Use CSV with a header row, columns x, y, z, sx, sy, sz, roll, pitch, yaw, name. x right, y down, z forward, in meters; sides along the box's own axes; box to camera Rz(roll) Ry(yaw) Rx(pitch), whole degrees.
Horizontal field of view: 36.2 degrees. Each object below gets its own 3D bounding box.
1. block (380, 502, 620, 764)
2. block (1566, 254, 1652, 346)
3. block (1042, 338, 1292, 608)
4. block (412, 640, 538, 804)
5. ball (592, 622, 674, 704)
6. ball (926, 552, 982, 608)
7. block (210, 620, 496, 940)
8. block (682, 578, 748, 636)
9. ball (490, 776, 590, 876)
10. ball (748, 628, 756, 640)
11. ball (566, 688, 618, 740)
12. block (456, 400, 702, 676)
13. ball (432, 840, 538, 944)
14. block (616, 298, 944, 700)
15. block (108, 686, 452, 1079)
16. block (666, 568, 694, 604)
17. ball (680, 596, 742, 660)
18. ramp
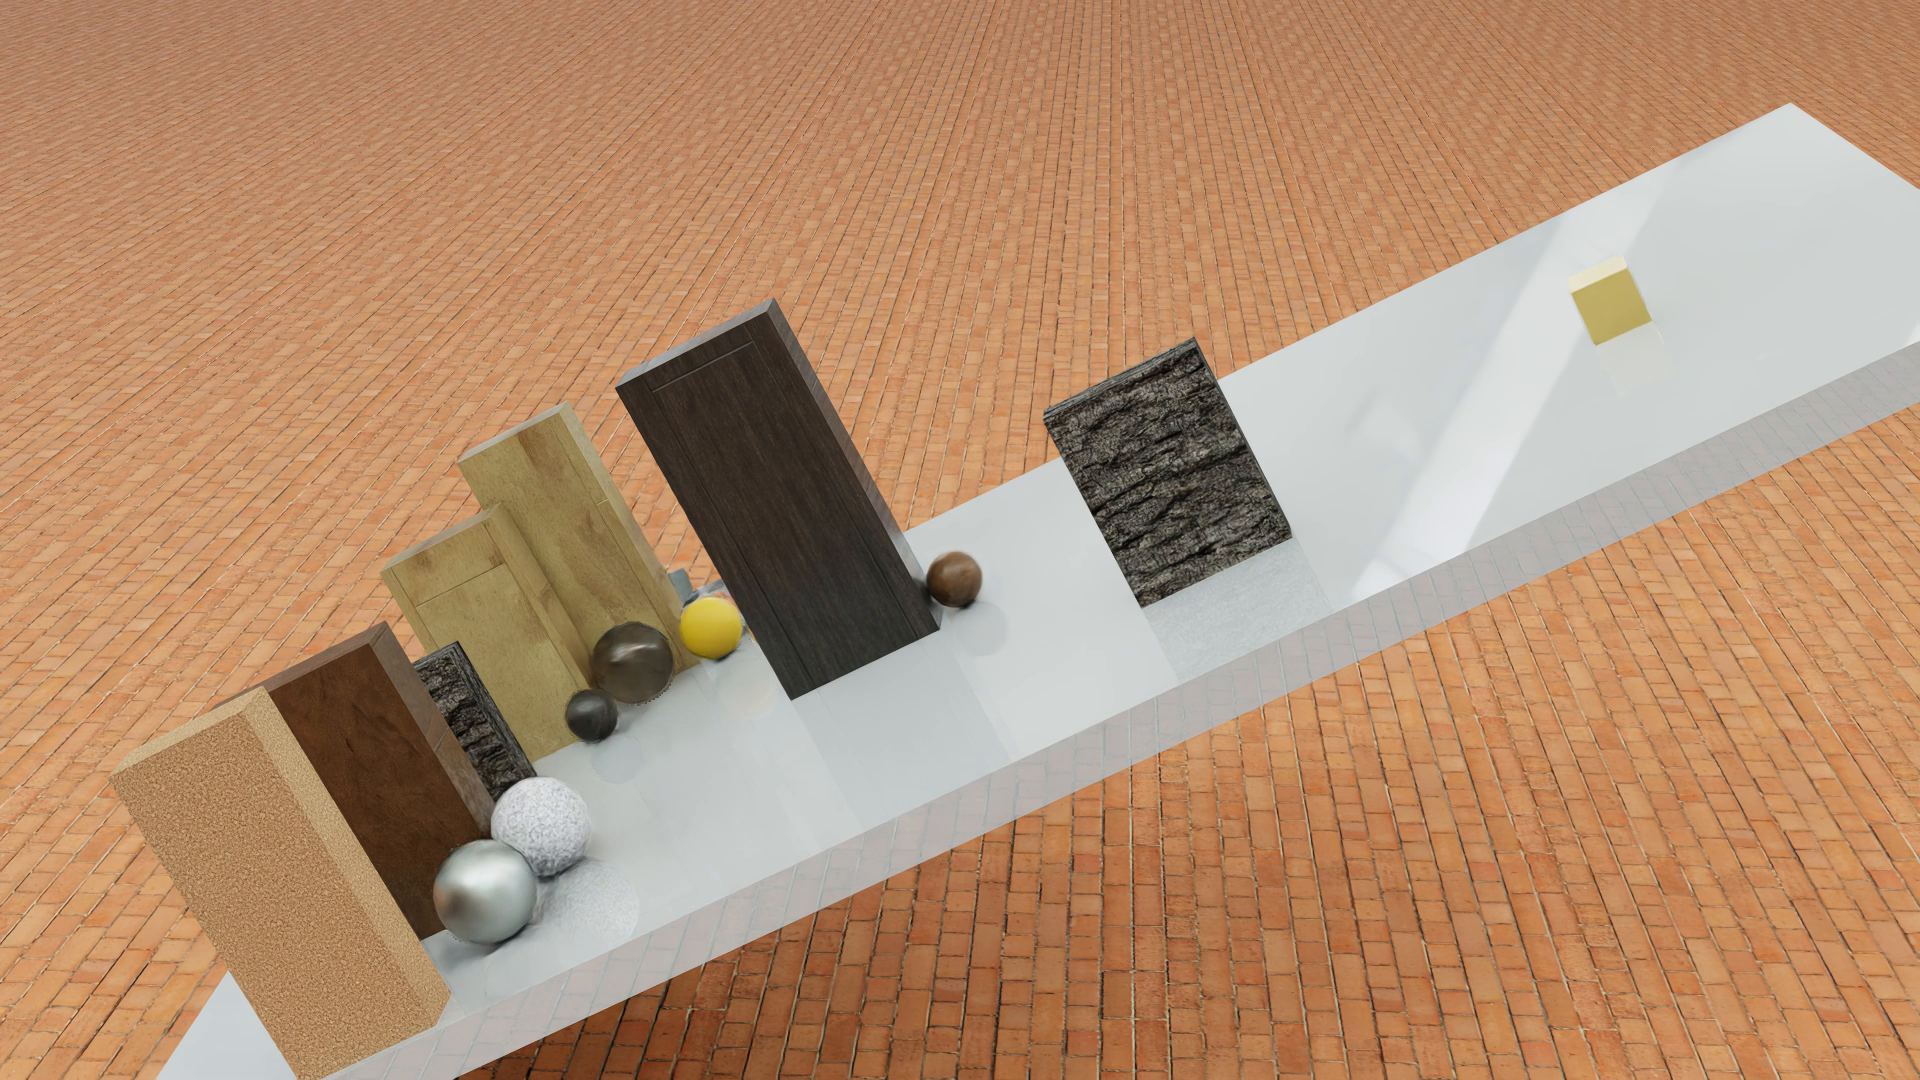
x,y,z,sx,sy,sz,roll,pitch,yaw,name
-1.091,0.239,6.993,0.305,0.574,0.129,-26,14,10,block
1.303,-0.483,5.904,0.121,0.121,0.121,-24,14,15,block
0.404,-0.129,5.728,0.327,0.426,0.085,-26,14,10,block
-1.161,0.473,6.636,0.278,0.406,0.099,-26,14,10,block
-0.778,0.292,6.995,0.195,0.195,0.195,0,17,0,ball
-0.012,0.086,6.401,0.123,0.123,0.123,0,17,0,ball
-1.233,0.538,6.106,0.420,0.613,0.146,-26,14,10,block
-0.582,0.173,7.192,0.124,0.124,0.124,-23,15,20,block
-0.864,0.590,6.063,0.205,0.205,0.205,0,17,0,ball
-0.430,0.190,6.830,0.127,0.127,0.127,0,17,0,ball
-0.862,0.409,6.885,0.122,0.122,0.122,0,17,0,ball
-0.906,0.041,7.088,0.281,0.698,0.118,-26,14,10,block
-0.940,0.696,5.825,0.206,0.206,0.206,0,17,0,ball
-0.383,-0.085,6.340,0.367,0.785,0.141,-26,14,10,block
-1.281,0.659,5.566,0.297,0.706,0.138,-26,14,10,block
-0.752,0.167,7.360,0.137,0.137,0.137,-25,4,-37,block
-0.595,0.209,7.030,0.151,0.151,0.151,0,17,0,ball
0.140,0.167,6.281,4.000,0.100,2.000,-26,14,10,ramp
